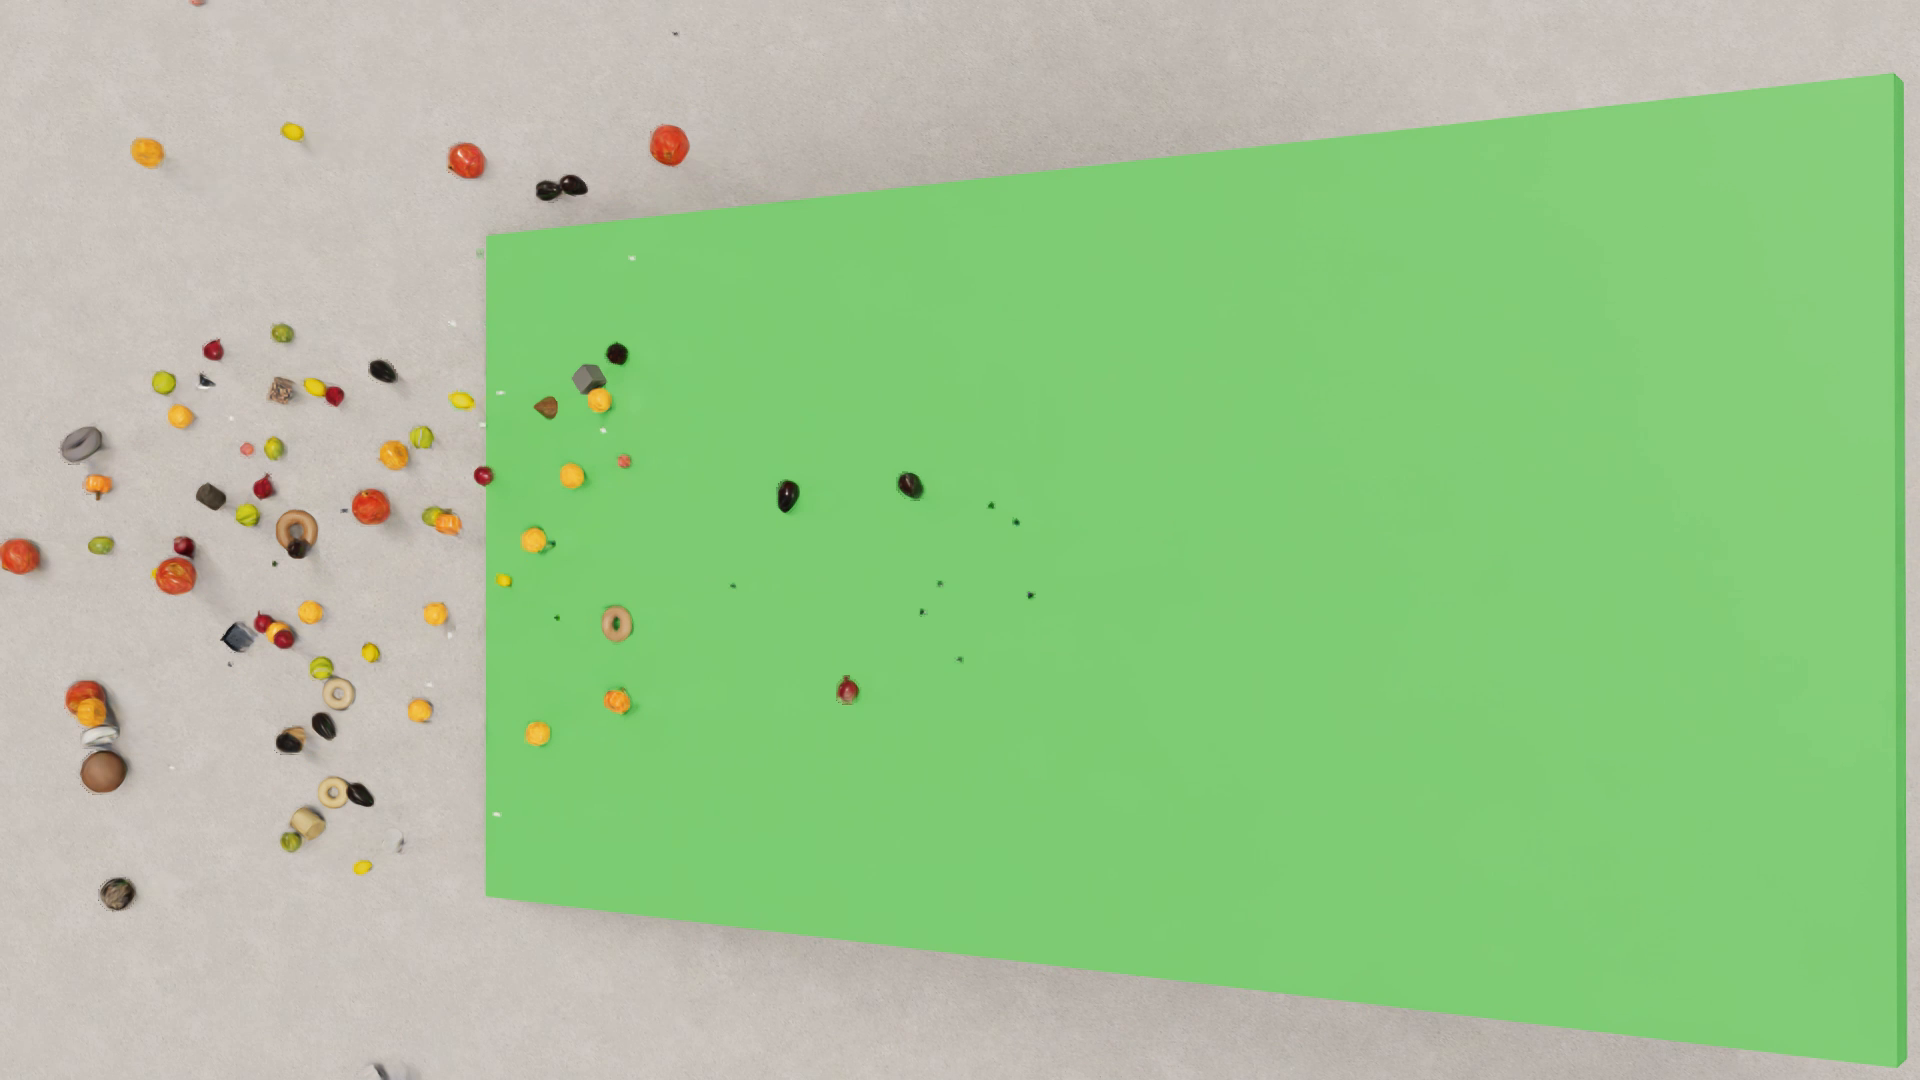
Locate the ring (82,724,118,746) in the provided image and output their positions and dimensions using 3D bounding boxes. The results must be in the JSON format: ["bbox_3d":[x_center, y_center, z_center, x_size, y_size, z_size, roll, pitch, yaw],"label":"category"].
[{"bbox_3d":[-2.612,0.595,6.679,0.109,0.109,0.036,-25,75,0],"label":"ring"}]

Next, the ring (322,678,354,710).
[{"bbox_3d":[-1.900,0.470,6.722,0.098,0.033,0.098,0,90,1],"label":"ring"}]

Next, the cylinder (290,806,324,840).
[{"bbox_3d":[-1.981,0.860,6.676,0.072,0.072,0.072,32,90,22],"label":"cylinder"}]

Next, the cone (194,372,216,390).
[{"bbox_3d":[-2.302,-0.480,6.732,0.058,0.058,0.058,20,89,-35],"label":"cone"}]

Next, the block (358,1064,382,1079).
[{"bbox_3d":[-1.785,1.632,6.659,0.051,0.051,0.051,-31,133,-16],"label":"block"}]

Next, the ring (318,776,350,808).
[{"bbox_3d":[-1.914,0.771,6.719,0.099,0.033,0.099,0,91,-1],"label":"ring"}]

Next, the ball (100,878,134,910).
[{"bbox_3d":[-2.563,1.077,6.685,0.095,0.095,0.095,0,90,0],"label":"ball"}]

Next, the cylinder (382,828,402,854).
[{"bbox_3d":[-1.725,0.914,6.681,0.053,0.053,0.053,21,131,0],"label":"cylinder"}]

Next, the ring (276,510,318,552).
[{"bbox_3d":[-2.027,-0.027,6.720,0.131,0.044,0.131,0,89,1],"label":"ring"}]

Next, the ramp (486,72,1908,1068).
[{"bbox_3d":[0.250,0.069,5.580,4.000,0.100,2.000,0,89,34],"label":"ramp"}]

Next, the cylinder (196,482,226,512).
[{"bbox_3d":[-2.276,-0.131,6.684,0.063,0.063,0.063,-49,131,0],"label":"cylinder"}]

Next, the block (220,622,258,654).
[{"bbox_3d":[-2.198,0.297,6.706,0.067,0.067,0.067,39,90,0],"label":"block"}]

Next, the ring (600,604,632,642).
[{"bbox_3d":[-0.989,0.241,6.334,0.109,0.036,0.109,0,90,33],"label":"ring"}]

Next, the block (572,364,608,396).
[{"bbox_3d":[-1.076,-0.465,6.383,0.062,0.062,0.062,-46,66,25],"label":"block"}]

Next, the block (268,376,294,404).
[{"bbox_3d":[-2.065,-0.455,6.686,0.058,0.058,0.058,17,111,-18],"label":"block"}]

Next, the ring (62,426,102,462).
[{"bbox_3d":[-2.671,-0.292,6.685,0.133,0.133,0.044,-28,133,0],"label":"ring"}]

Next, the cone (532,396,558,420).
[{"bbox_3d":[-1.236,-0.391,6.483,0.072,0.072,0.072,0,89,34],"label":"cone"}]

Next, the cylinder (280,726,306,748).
[{"bbox_3d":[-2.030,0.600,6.696,0.055,0.055,0.055,-13,89,-37],"label":"cylinder"}]
